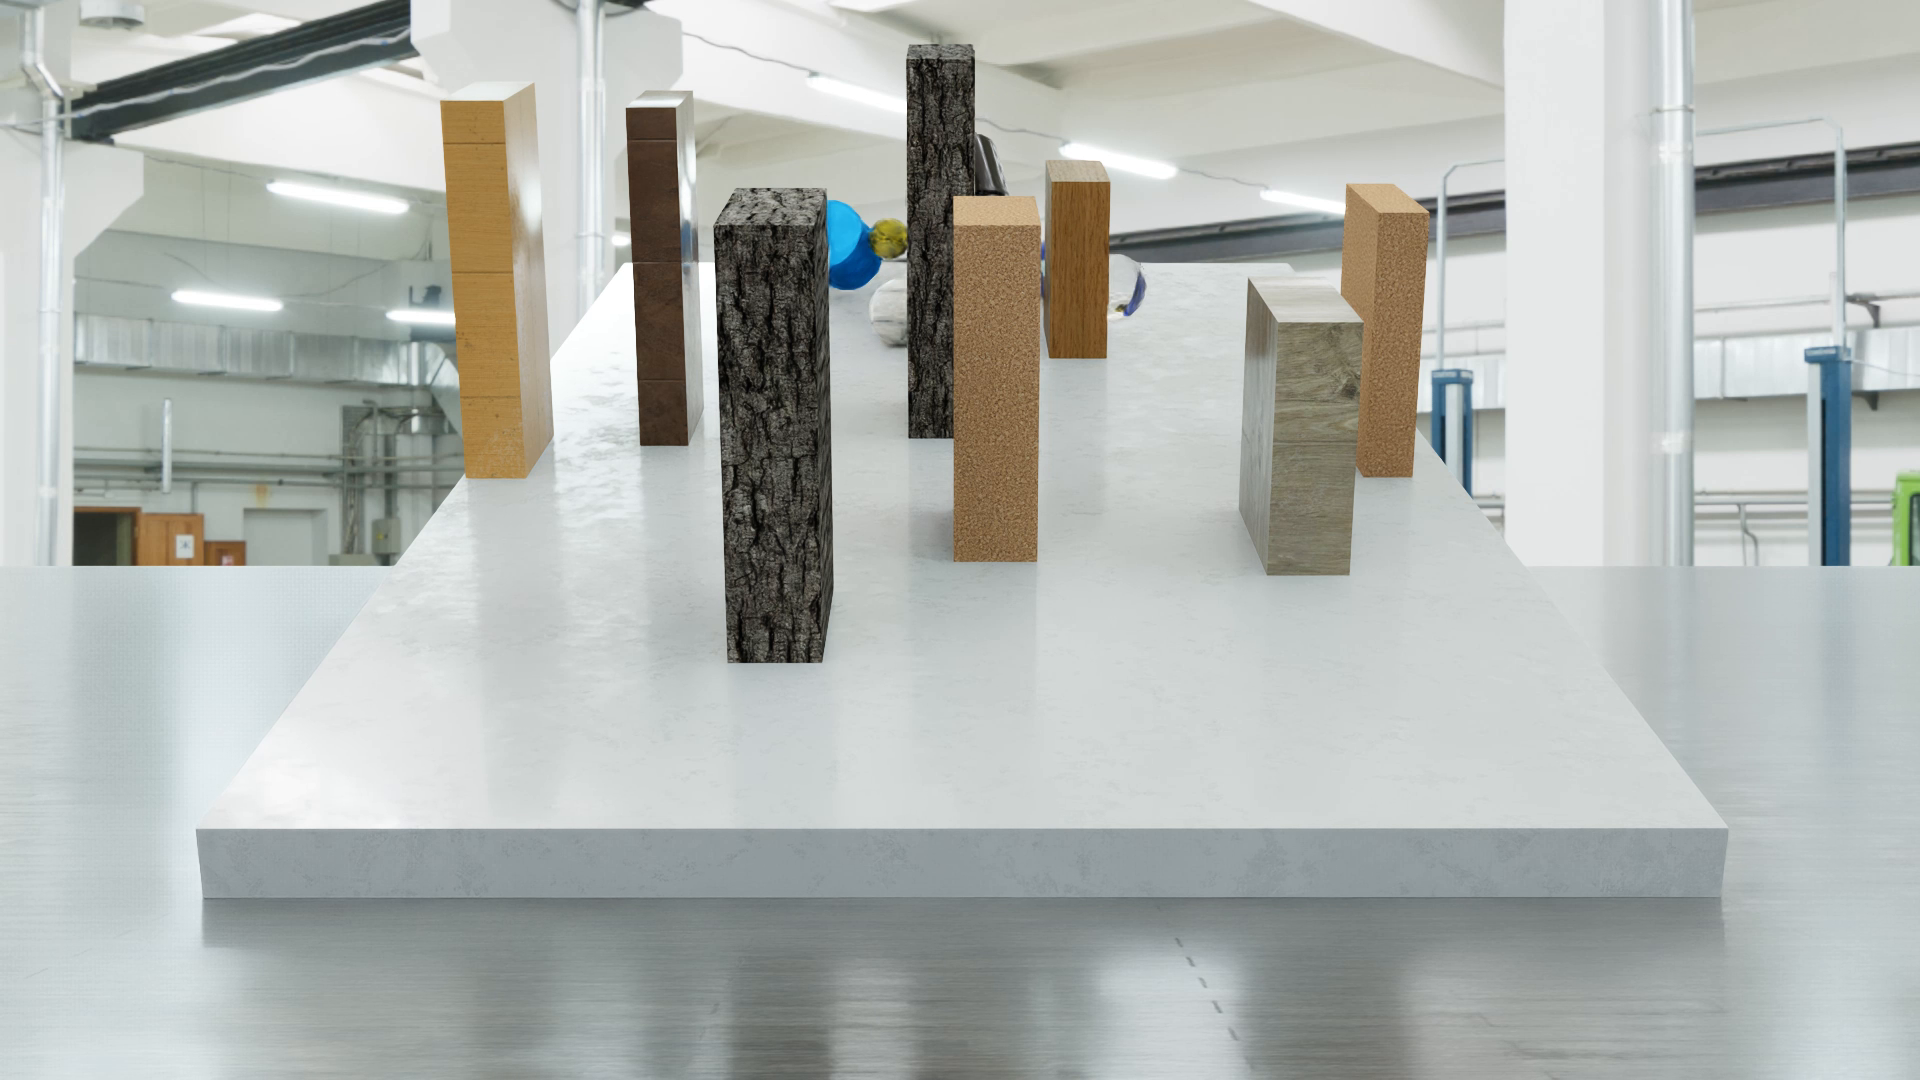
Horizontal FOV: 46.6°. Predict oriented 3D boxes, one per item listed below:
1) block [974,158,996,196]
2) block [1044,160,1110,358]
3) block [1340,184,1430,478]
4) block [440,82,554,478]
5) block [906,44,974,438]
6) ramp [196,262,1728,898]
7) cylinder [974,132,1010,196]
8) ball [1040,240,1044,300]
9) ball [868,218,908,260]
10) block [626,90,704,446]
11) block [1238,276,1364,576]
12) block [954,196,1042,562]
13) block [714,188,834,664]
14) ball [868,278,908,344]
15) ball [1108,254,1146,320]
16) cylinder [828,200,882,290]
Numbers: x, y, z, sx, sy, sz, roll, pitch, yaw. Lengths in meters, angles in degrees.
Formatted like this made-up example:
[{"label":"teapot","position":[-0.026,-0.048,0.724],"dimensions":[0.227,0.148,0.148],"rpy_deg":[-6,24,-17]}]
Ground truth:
[{"label":"block","position":[-0.029,-1.023,6.527],"dimensions":[0.182,0.182,0.182],"rpy_deg":[42,-16,10]},{"label":"block","position":[0.291,-0.712,5.617],"dimensions":[0.142,0.436,0.372],"rpy_deg":[0,18,0]},{"label":"block","position":[0.862,-0.438,4.594],"dimensions":[0.099,0.535,0.379],"rpy_deg":[0,18,0]},{"label":"block","position":[-0.932,-0.531,4.526],"dimensions":[0.121,0.749,0.336],"rpy_deg":[0,18,0]},{"label":"block","position":[-0.041,-0.647,4.812],"dimensions":[0.140,0.798,0.328],"rpy_deg":[0,18,0]},{"label":"ramp","position":[-0.003,-0.182,4.831],"dimensions":[2.000,0.100,4.000],"rpy_deg":[0,18,0]},{"label":"cylinder","position":[0.021,-0.933,5.906],"dimensions":[0.204,0.204,0.204],"rpy_deg":[-10,-32,-6]},{"label":"ball","position":[0.290,-0.731,6.054],"dimensions":[0.208,0.208,0.208],"rpy_deg":[0,-1,0]},{"label":"ball","position":[-0.195,-0.830,6.146],"dimensions":[0.115,0.115,0.115],"rpy_deg":[0,-1,0]},{"label":"block","position":[-0.626,-0.584,4.763],"dimensions":[0.102,0.707,0.316],"rpy_deg":[0,18,0]},{"label":"block","position":[0.608,-0.214,4.025],"dimensions":[0.145,0.451,0.406],"rpy_deg":[0,18,0]},{"label":"block","position":[0.063,-0.296,4.032],"dimensions":[0.149,0.602,0.319],"rpy_deg":[0,18,0]},{"label":"block","position":[-0.290,-0.190,3.555],"dimensions":[0.148,0.687,0.361],"rpy_deg":[0,18,0]},{"label":"ball","position":[-0.147,-0.578,5.638],"dimensions":[0.167,0.167,0.167],"rpy_deg":[0,-1,0]},{"label":"ball","position":[0.404,-0.670,5.911],"dimensions":[0.178,0.178,0.178],"rpy_deg":[0,-1,0]},{"label":"cylinder","position":[-0.338,-0.821,6.220],"dimensions":[0.195,0.195,0.195],"rpy_deg":[0,-13,17]}]
